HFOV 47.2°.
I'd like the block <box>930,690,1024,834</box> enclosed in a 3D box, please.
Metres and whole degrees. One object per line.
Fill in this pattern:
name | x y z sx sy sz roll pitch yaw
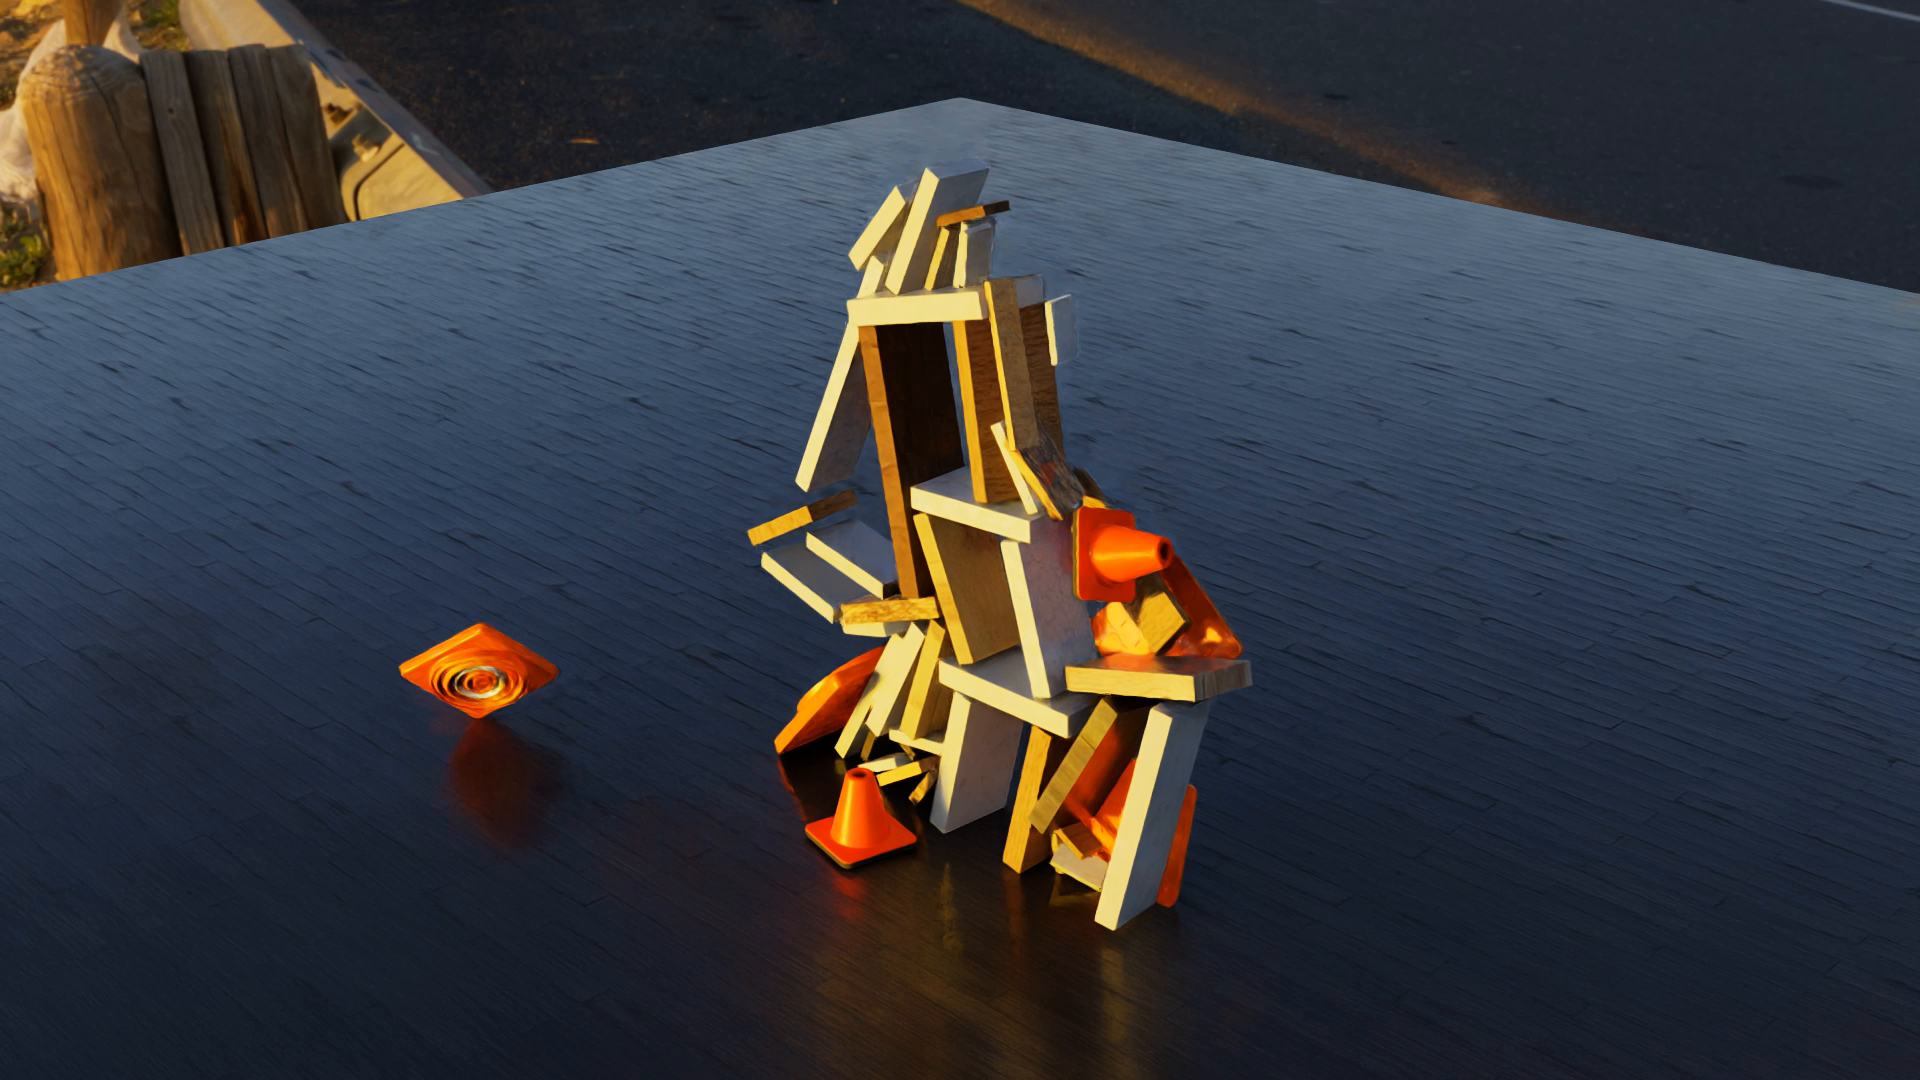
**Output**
block | 0.041 0.416 4.354 0.166 0.332 0.047 -19 43 -38

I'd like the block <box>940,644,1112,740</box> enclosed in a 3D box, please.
block | 0.137 0.276 4.194 0.332 0.047 0.166 21 31 40

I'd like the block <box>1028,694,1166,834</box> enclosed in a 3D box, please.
block | 0.258 0.410 4.110 0.158 0.315 0.045 -11 48 -47

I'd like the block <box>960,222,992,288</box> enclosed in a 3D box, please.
block | 0.029 -0.512 3.963 0.056 0.112 0.016 -22 45 -28

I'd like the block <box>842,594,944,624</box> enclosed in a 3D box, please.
block | -0.088 0.120 4.363 0.146 0.041 0.292 -20 9 -40

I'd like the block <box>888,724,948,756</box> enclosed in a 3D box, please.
block | -0.053 0.394 4.431 0.088 0.025 0.176 -20 20 -38

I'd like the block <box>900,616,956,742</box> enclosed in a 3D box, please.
block | -0.022 0.256 4.351 0.146 0.292 0.041 -20 49 -40

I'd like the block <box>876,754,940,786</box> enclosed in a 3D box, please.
block | -0.090 0.467 4.509 0.088 0.025 0.176 -16 -6 -33

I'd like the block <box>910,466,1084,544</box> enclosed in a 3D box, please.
block | 0.068 -0.068 4.136 0.301 0.043 0.150 17 28 40

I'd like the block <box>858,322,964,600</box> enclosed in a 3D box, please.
block | -0.075 -0.167 4.237 0.049 0.534 0.173 5 19 45

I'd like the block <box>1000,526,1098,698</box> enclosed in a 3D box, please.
block | 0.170 0.127 4.101 0.043 0.301 0.150 -1 16 44

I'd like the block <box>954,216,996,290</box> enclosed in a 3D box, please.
block | 0.027 -0.521 3.981 0.064 0.129 0.018 -17 42 -32

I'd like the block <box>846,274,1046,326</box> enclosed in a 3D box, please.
block | -0.028 -0.443 4.076 0.346 0.049 0.173 3 17 45

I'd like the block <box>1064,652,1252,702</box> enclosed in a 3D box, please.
block | 0.361 0.249 4.019 0.157 0.045 0.315 -10 8 -42

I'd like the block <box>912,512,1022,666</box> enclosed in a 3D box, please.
block | 0.022 0.074 4.240 0.150 0.301 0.043 -21 5 -40

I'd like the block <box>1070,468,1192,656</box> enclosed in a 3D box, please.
block | 0.304 0.037 4.197 0.025 0.088 0.413 11 38 -47

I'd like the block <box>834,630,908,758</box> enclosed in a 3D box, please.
block | -0.150 0.308 4.573 0.112 0.398 0.032 -21 61 -39

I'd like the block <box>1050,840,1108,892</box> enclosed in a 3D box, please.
block | 0.233 0.621 4.200 0.111 0.016 0.055 28 58 12

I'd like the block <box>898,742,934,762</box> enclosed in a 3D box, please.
block | -0.105 0.386 4.529 0.076 0.022 0.153 -15 51 -35

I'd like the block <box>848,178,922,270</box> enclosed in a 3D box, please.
block | -0.105 -0.602 4.132 0.130 0.037 0.261 -24 -10 -30

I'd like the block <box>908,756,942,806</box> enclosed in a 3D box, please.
block | -0.030 0.473 4.446 0.088 0.176 0.025 -19 67 -38

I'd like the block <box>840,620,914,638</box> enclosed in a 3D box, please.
block | -0.149 0.162 4.477 0.112 0.032 0.223 -18 7 -24

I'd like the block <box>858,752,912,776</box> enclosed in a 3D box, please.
block | -0.140 0.459 4.559 0.076 0.022 0.153 -16 -2 -33

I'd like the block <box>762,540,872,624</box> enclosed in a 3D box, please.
block | -0.290 0.084 4.587 0.122 0.035 0.244 -18 40 -37

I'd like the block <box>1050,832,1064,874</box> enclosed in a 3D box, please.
block | 0.201 0.582 4.247 0.016 0.111 0.055 5 20 44

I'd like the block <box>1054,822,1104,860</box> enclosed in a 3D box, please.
block | 0.216 0.557 4.192 0.055 0.016 0.111 -17 53 -39

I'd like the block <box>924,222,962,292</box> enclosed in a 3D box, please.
block | -0.021 -0.520 4.030 0.064 0.129 0.018 -21 51 -43

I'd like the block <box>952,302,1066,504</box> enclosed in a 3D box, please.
block | 0.094 -0.255 4.074 0.173 0.346 0.049 -12 12 -25

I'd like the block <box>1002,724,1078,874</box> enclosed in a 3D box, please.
block | 0.182 0.470 4.225 0.047 0.332 0.166 33 38 32

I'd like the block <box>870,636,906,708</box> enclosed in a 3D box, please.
block | -0.097 0.261 4.478 0.112 0.223 0.032 -20 58 -40

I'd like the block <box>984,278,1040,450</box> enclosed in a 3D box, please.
block | 0.093 -0.314 3.932 0.056 0.305 0.016 -15 10 -35

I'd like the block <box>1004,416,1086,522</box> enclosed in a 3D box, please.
block | 0.155 -0.130 4.015 0.025 0.176 0.088 -17 22 46

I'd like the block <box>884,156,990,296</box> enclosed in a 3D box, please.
block | -0.043 -0.576 4.040 0.131 0.261 0.037 -20 55 -41

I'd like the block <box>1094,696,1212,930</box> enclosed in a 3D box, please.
block | 0.353 0.491 4.015 0.045 0.441 0.158 24 24 27

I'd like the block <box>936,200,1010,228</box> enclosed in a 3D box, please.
block | 0.023 -0.587 3.956 0.064 0.018 0.129 -20 10 -41

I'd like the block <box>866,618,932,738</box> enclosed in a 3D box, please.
block | -0.077 0.260 4.416 0.146 0.318 0.041 -21 59 -39

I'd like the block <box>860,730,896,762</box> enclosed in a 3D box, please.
block | -0.156 0.398 4.631 0.076 0.153 0.022 -19 53 -38

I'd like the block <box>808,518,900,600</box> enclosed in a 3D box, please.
block | -0.186 0.036 4.448 0.122 0.035 0.244 -20 38 -37

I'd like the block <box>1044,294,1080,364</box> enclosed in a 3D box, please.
block | 0.179 -0.370 3.870 0.056 0.112 0.016 -24 26 -39

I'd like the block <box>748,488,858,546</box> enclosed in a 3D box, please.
block | -0.330 -0.047 4.595 0.122 0.035 0.244 -23 2 -37

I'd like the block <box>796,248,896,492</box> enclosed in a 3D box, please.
block | -0.196 -0.336 4.366 0.131 0.565 0.037 -21 54 -43

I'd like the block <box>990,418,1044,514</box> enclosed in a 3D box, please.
block | 0.126 -0.144 4.027 0.025 0.176 0.088 -17 8 46
